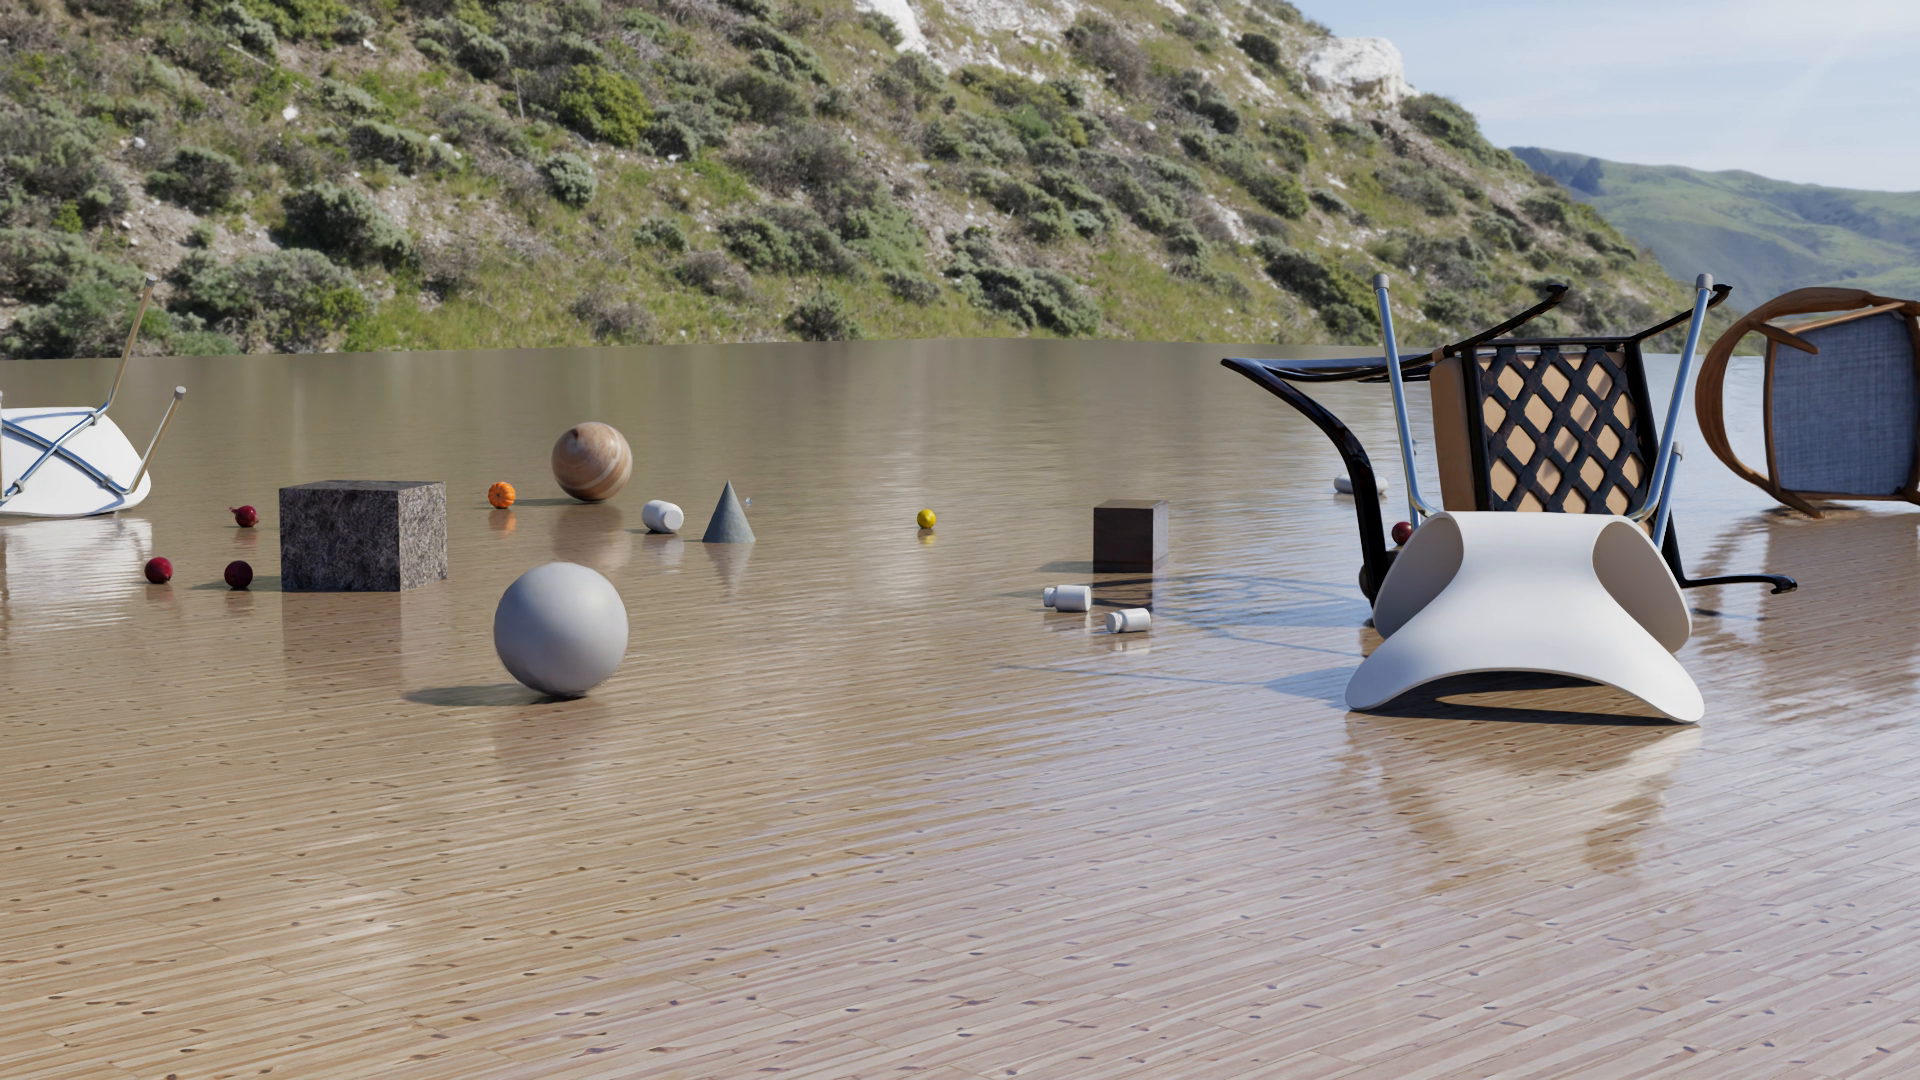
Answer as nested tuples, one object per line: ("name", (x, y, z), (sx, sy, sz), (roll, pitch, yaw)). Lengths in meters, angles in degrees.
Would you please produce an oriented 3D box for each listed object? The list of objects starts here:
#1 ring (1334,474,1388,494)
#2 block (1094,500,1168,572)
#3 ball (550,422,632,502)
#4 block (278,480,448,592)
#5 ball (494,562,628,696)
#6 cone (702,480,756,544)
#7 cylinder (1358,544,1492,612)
("ring", (1.222, -0.171, 7.826), (0.161, 0.050, 0.283), (-1, 6, -1))
("block", (0.388, -0.011, 5.814), (0.135, 0.143, 0.218), (1, 6, 13))
("ball", (-1.075, -0.228, 7.483), (0.234, 0.234, 0.234), (0, 6, 0))
("block", (-1.275, -0.012, 5.497), (0.270, 0.212, 0.241), (1, 6, 12))
("ball", (-0.627, 0.140, 4.032), (0.210, 0.210, 0.210), (0, 6, 0))
("cone", (-0.576, -0.075, 6.394), (0.135, 0.154, 0.134), (4, 7, 34))
("cylinder", (0.920, 0.076, 5.080), (0.180, 0.122, 0.186), (-5, 6, -40))
